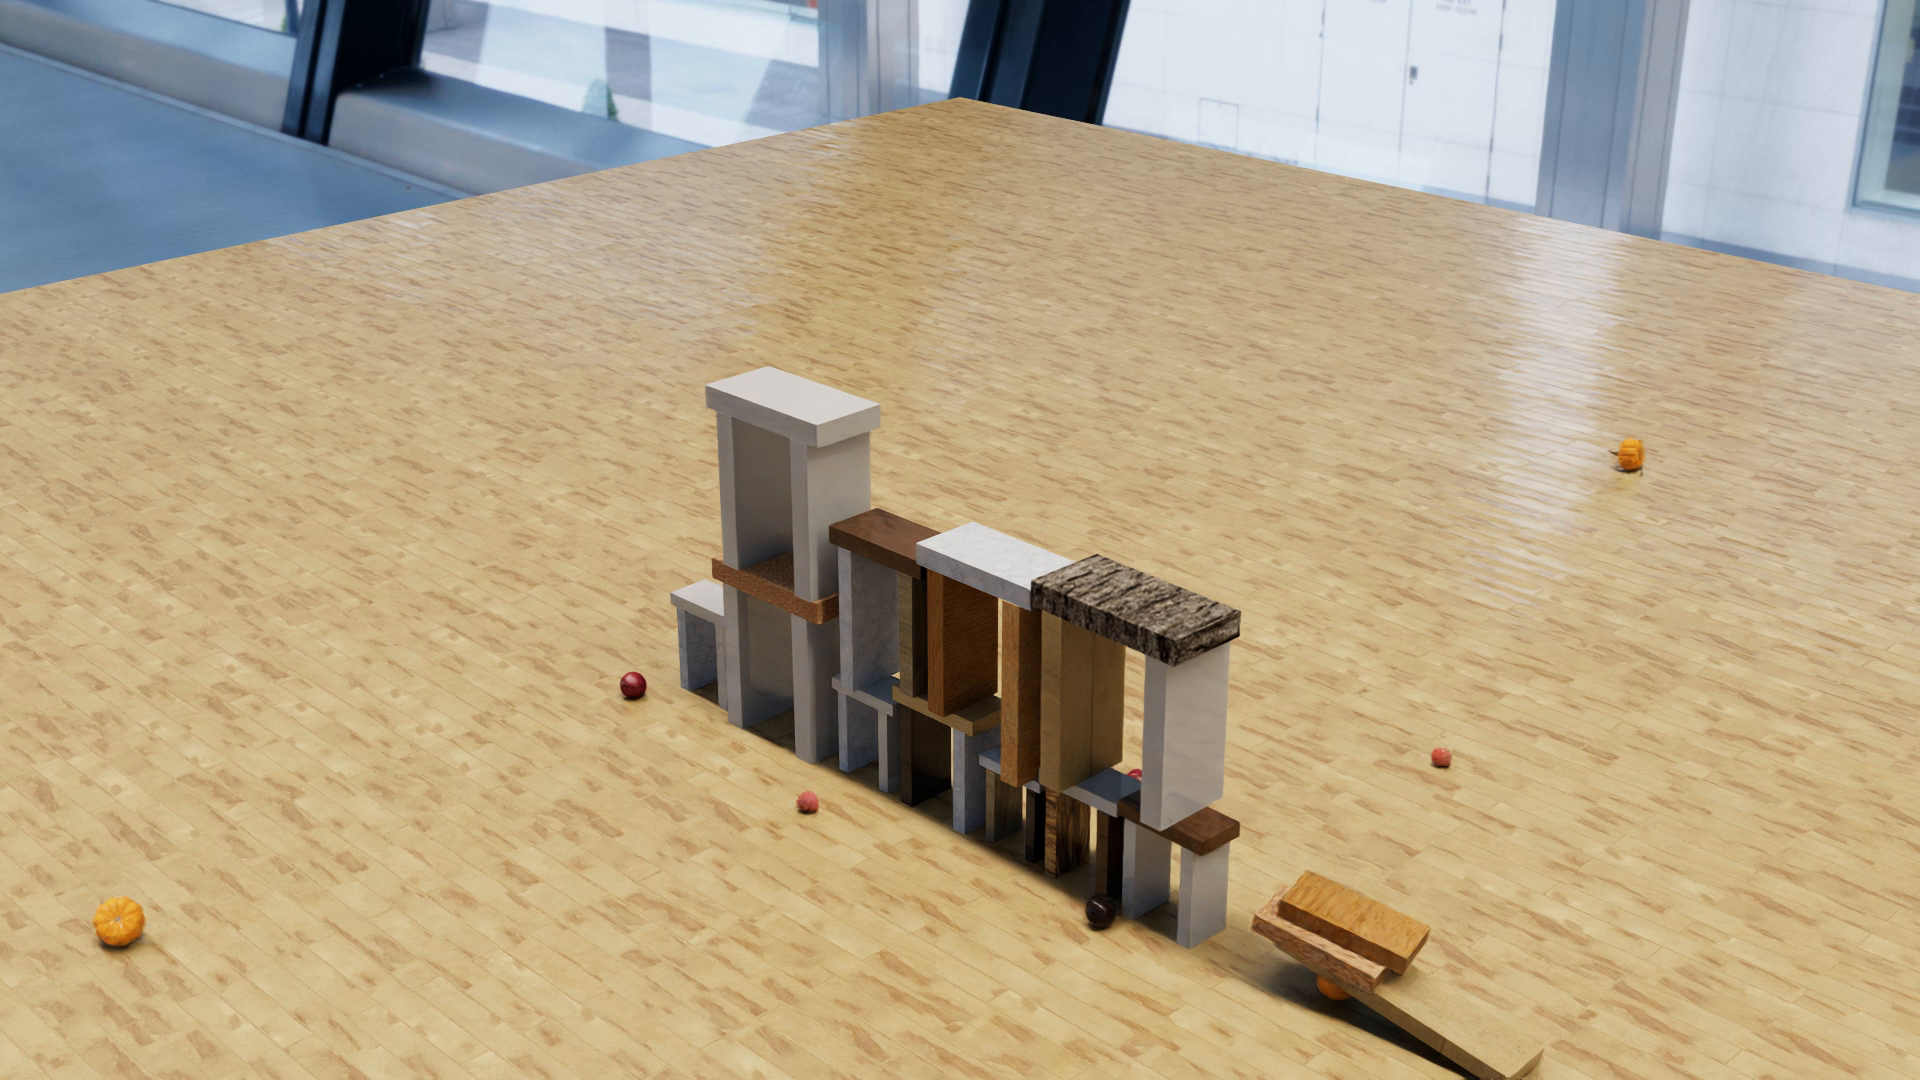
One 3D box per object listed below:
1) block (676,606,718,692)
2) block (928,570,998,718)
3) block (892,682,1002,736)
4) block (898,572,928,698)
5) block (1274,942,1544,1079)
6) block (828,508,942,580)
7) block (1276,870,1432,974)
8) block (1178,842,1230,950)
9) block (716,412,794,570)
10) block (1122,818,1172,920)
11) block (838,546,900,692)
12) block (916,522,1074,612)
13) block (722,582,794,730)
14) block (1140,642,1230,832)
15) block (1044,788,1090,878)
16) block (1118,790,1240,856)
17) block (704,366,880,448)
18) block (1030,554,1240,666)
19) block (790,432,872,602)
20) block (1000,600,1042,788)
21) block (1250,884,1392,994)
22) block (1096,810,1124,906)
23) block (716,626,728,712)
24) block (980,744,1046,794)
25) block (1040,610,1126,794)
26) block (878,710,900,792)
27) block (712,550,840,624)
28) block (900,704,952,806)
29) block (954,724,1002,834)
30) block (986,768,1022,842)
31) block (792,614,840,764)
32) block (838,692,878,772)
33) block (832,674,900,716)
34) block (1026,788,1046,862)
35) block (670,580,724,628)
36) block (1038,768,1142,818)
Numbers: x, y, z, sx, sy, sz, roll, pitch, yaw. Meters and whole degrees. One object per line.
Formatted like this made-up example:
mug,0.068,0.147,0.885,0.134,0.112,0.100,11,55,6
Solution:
block,-0.585,0.230,4.959,0.101,0.203,0.029,-21,31,-41
block,0.006,0.179,4.286,0.043,0.304,0.152,21,31,41
block,-0.016,0.322,4.381,0.227,0.032,0.113,21,31,41
block,-0.060,0.169,4.362,0.037,0.264,0.132,21,31,41
block,0.763,0.779,3.767,0.471,0.034,0.118,30,35,33
block,-0.122,0.006,4.361,0.132,0.037,0.264,-21,31,-41
block,0.684,0.661,3.817,0.237,0.034,0.118,23,30,24
block,0.444,0.633,4.004,0.103,0.205,0.029,-21,31,-39
block,-0.423,-0.124,4.629,0.049,0.344,0.172,21,31,41
block,0.349,0.595,4.095,0.103,0.205,0.029,-21,31,-39
block,-0.184,0.143,4.487,0.037,0.313,0.132,21,31,41
block,0.077,0.047,4.153,0.152,0.043,0.304,-21,31,-40
block,-0.430,0.228,4.792,0.168,0.337,0.048,-21,31,-41
block,0.403,0.331,3.935,0.174,0.347,0.049,-21,31,-40
block,0.208,0.543,4.229,0.028,0.196,0.098,21,31,40
block,0.397,0.506,4.004,0.103,0.029,0.205,-20,30,-39
block,-0.342,-0.273,4.478,0.344,0.049,0.172,21,31,40
block,0.310,0.121,3.922,0.174,0.049,0.347,-21,30,-39
block,-0.261,-0.061,4.481,0.049,0.344,0.172,21,31,40
block,0.147,0.270,4.167,0.043,0.378,0.152,21,31,41
block,0.639,0.691,3.822,0.237,0.034,0.118,25,33,27
block,0.299,0.580,4.141,0.028,0.196,0.098,20,31,39
block,-0.490,0.268,4.870,0.029,0.203,0.101,21,31,41
block,0.123,0.441,4.278,0.081,0.023,0.162,-21,31,-40
block,0.229,0.275,4.081,0.174,0.358,0.049,-21,31,-39
block,-0.125,0.421,4.533,0.026,0.184,0.092,21,31,41
block,-0.351,0.082,4.644,0.337,0.048,0.168,21,31,40
block,-0.069,0.420,4.481,0.032,0.227,0.113,21,31,41
block,0.038,0.462,4.382,0.032,0.227,0.113,21,31,41
block,0.088,0.510,4.350,0.023,0.162,0.081,21,31,41
block,-0.272,0.290,4.647,0.048,0.337,0.168,21,31,41
block,-0.212,0.387,4.613,0.026,0.184,0.092,21,31,41
block,-0.169,0.308,4.532,0.184,0.026,0.092,21,31,41
block,0.164,0.540,4.280,0.081,0.162,0.023,-21,31,-41
block,-0.537,0.143,4.868,0.202,0.029,0.101,21,31,40
block,0.253,0.459,4.141,0.196,0.028,0.098,21,31,40
